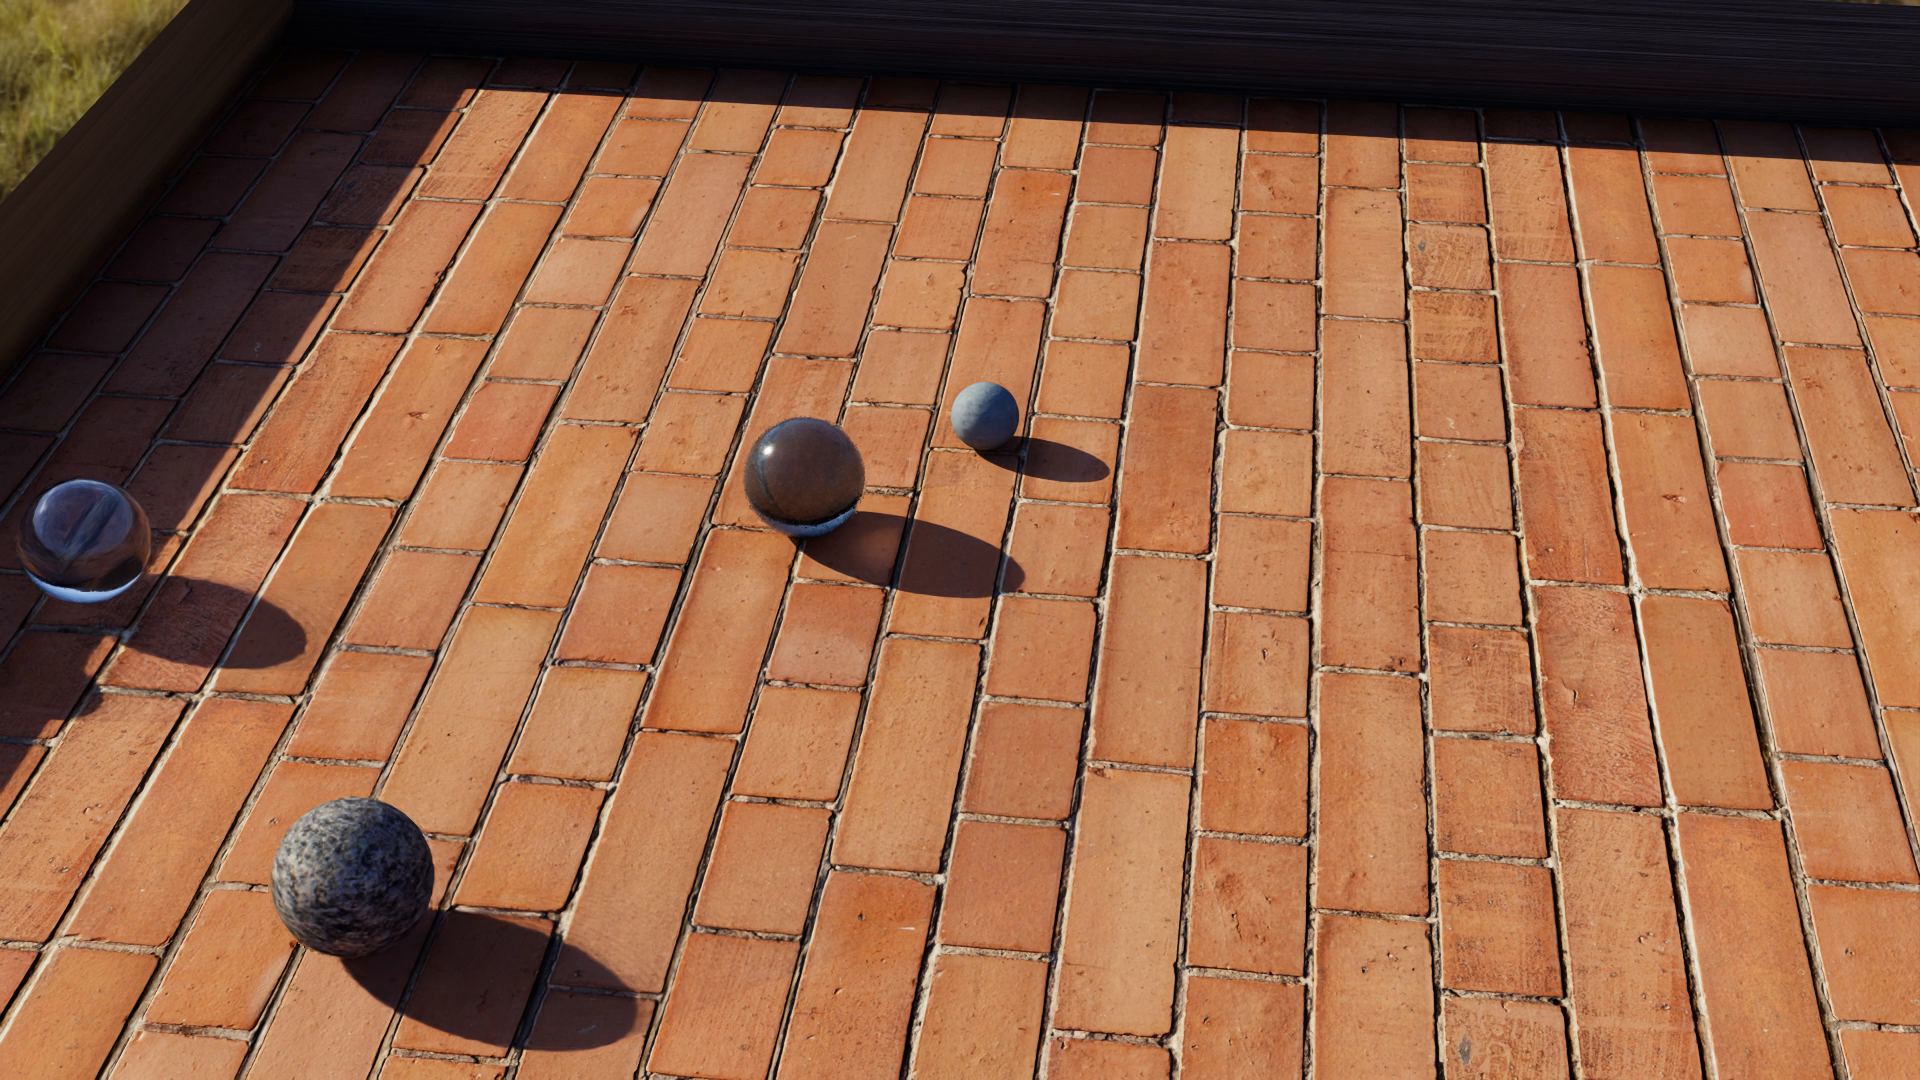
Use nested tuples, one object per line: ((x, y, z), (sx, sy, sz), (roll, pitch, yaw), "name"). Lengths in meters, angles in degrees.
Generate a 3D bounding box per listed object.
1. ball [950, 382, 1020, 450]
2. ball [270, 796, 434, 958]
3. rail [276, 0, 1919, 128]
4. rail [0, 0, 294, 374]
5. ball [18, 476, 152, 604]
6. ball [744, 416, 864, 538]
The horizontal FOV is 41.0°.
((0.020, -0.098, 2.032), (0.054, 0.054, 0.054), (0, 35, 0), "ball")
((-0.368, 0.205, 1.557), (0.097, 0.097, 0.097), (0, 35, 0), "ball")
((0.928, -0.444, 2.466), (3.321, 0.126, 0.045), (4, 35, 6), "rail")
((-0.801, -0.074, 1.932), (0.045, 0.126, 1.758), (4, 35, 6), "rail")
((-0.633, 0.000, 1.856), (0.092, 0.092, 0.092), (0, 35, 0), "ball")
((-0.117, -0.047, 1.926), (0.091, 0.091, 0.091), (0, 35, 0), "ball")
